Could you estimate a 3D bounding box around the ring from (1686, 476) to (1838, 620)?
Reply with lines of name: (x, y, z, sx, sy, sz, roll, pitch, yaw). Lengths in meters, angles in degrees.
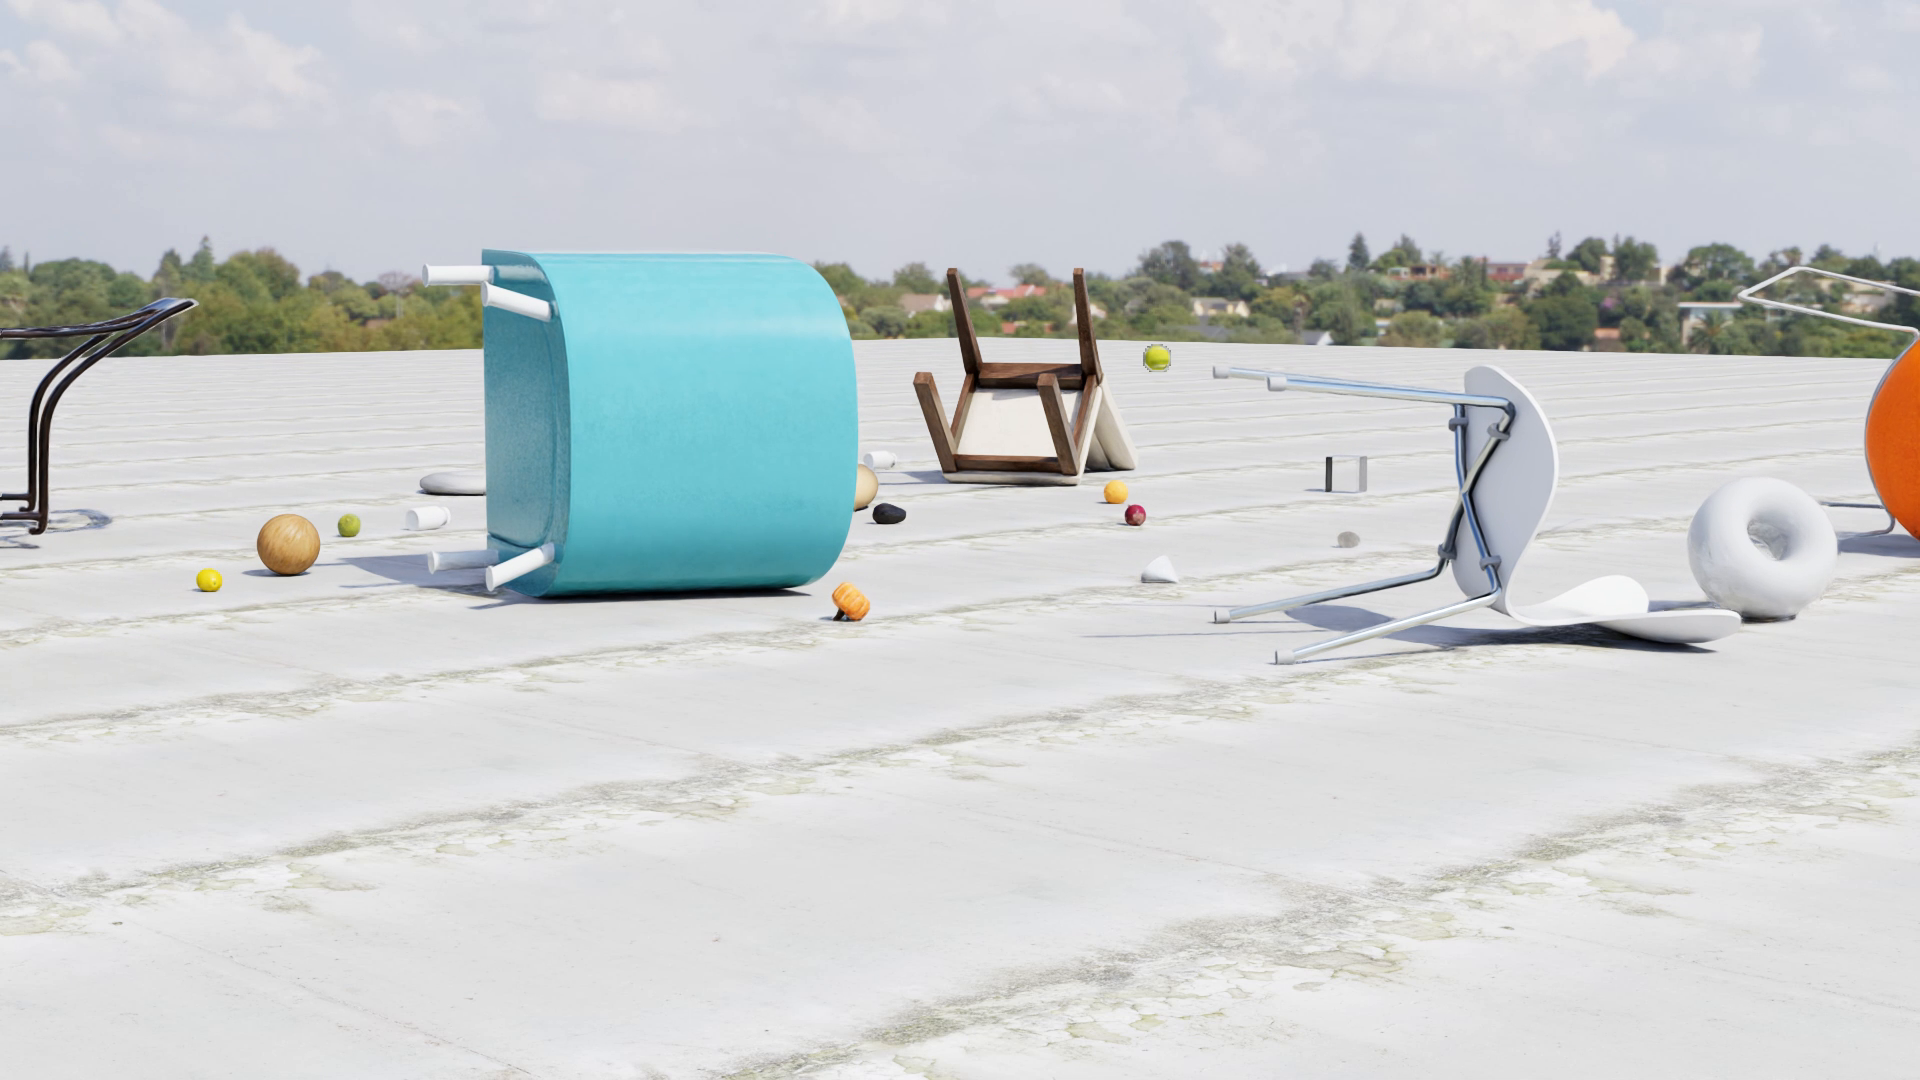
ring: (1.549, 0.017, 4.954, 0.316, 0.282, 0.146, -37, -15, -34)

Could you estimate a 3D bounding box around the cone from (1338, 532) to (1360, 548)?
cone: (0.943, 0.008, 6.243, 0.057, 0.046, 0.035, 1, -28, -3)

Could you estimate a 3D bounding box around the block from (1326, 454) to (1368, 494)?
block: (1.179, -0.201, 7.827, 0.097, 0.110, 0.101, 3, 7, 28)

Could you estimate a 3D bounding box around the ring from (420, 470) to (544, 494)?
ring: (-1.464, -0.177, 7.848, 0.373, 0.059, 0.378, 1, 6, 17)

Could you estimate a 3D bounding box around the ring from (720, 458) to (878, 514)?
ring: (-0.455, -0.153, 7.272, 0.443, 0.129, 0.514, 2, 7, 15)

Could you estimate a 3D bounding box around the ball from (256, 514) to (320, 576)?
ball: (-1.478, 0.010, 5.650, 0.136, 0.136, 0.136, 0, 6, 0)
